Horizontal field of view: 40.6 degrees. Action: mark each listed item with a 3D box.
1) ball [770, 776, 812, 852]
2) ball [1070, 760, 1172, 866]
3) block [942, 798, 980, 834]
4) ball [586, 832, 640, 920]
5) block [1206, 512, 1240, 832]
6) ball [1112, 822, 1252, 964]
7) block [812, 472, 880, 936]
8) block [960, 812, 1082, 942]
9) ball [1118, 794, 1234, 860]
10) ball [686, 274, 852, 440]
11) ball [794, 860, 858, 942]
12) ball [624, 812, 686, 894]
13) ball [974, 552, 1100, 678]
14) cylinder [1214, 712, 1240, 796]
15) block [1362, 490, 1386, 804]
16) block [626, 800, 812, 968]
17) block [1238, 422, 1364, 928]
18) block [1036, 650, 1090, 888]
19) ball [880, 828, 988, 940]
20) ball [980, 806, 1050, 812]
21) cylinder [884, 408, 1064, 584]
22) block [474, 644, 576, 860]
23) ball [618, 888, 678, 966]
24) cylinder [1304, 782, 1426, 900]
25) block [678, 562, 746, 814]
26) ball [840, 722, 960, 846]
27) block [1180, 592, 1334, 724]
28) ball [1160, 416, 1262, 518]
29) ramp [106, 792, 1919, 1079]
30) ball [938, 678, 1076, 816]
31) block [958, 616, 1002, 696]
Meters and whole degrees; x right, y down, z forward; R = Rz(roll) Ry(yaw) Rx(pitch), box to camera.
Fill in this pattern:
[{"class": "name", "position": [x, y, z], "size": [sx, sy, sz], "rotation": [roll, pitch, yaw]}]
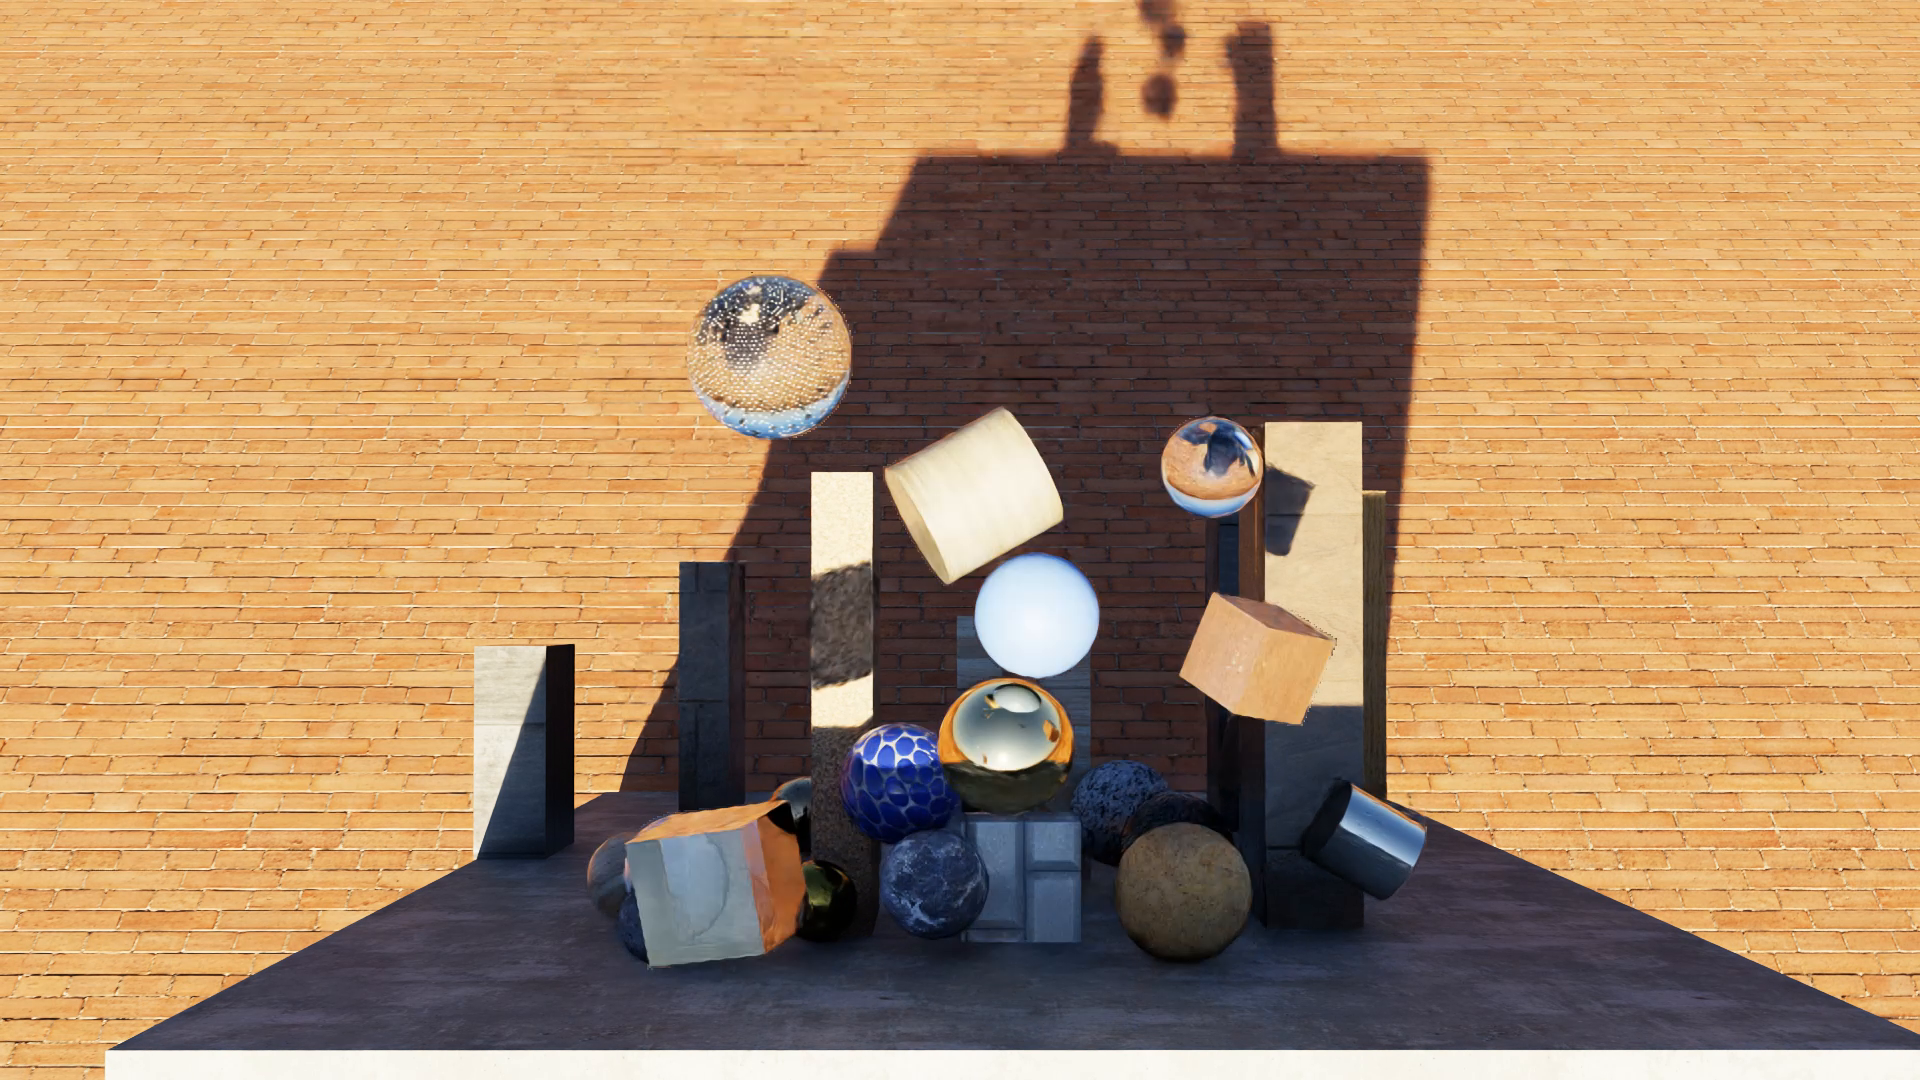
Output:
[{"class": "ball", "position": [-0.304, 0.539, 5.096], "size": [0.150, 0.150, 0.150], "rotation": [0, 34, 0]}, {"class": "ball", "position": [0.274, 0.460, 4.363], "size": [0.180, 0.180, 0.180], "rotation": [0, 34, 0]}, {"class": "block", "position": [-0.022, 0.530, 4.799], "size": [0.151, 0.151, 0.151], "rotation": [0, -2, -10]}, {"class": "ball", "position": [-0.500, 0.514, 3.961], "size": [0.138, 0.138, 0.138], "rotation": [0, 34, 0]}, {"class": "block", "position": [0.617, 0.242, 5.739], "size": [0.118, 0.778, 0.312], "rotation": [0, -2, 0]}, {"class": "ball", "position": [0.301, 0.476, 3.509], "size": [0.189, 0.189, 0.189], "rotation": [0, 34, 0]}, {"class": "block", "position": [-0.173, 0.245, 3.992], "size": [0.089, 0.678, 0.385], "rotation": [0, -2, 0]}, {"class": "block", "position": [0.088, 0.493, 3.806], "size": [0.172, 0.172, 0.172], "rotation": [0, -2, -1]}, {"class": "ball", "position": [0.344, 0.495, 4.126], "size": [0.185, 0.185, 0.185], "rotation": [0, 34, 0]}, {"class": "ball", "position": [-0.222, -0.214, 3.028], "size": [0.193, 0.193, 0.193], "rotation": [0, 34, 0]}, {"class": "ball", "position": [-0.206, 0.519, 3.734], "size": [0.116, 0.116, 0.116], "rotation": [0, 34, 0]}, {"class": "ball", "position": [-0.396, 0.480, 3.729], "size": [0.174, 0.174, 0.174], "rotation": [0, 34, 0]}, {"class": "ball", "position": [0.095, 0.093, 3.213], "size": [0.155, 0.155, 0.155], "rotation": [0, 34, 0]}, {"class": "cylinder", "position": [0.559, 0.347, 4.485], "size": [0.203, 0.203, 0.203], "rotation": [12, 3, -1]}, {"class": "block", "position": [0.789, 0.264, 5.291], "size": [0.092, 0.710, 0.408], "rotation": [0, -2, 0]}, {"class": "block", "position": [-0.267, 0.382, 2.895], "size": [0.140, 0.140, 0.140], "rotation": [-9, 4, 20]}, {"class": "block", "position": [0.531, 0.206, 4.073], "size": [0.146, 0.759, 0.364], "rotation": [0, -2, 0]}, {"class": "block", "position": [0.180, 0.379, 4.571], "size": [0.086, 0.441, 0.264], "rotation": [0, -2, 0]}, {"class": "ball", "position": [-0.036, 0.481, 3.632], "size": [0.154, 0.154, 0.154], "rotation": [0, 34, 0]}, {"class": "ball", "position": [0.091, 0.506, 4.252], "size": [0.169, 0.169, 0.169], "rotation": [0, 34, 0]}, {"class": "cylinder", "position": [0.017, -0.055, 3.208], "size": [0.162, 0.162, 0.162], "rotation": [-29, 40, -9]}, {"class": "block", "position": [-0.861, 0.412, 5.152], "size": [0.137, 0.407, 0.375], "rotation": [0, -2, 0]}, {"class": "ball", "position": [-0.395, 0.509, 3.470], "size": [0.122, 0.122, 0.122], "rotation": [0, 34, 0]}, {"class": "cylinder", "position": [0.595, 0.443, 3.819], "size": [0.127, 0.127, 0.127], "rotation": [31, 36, -6]}, {"class": "block", "position": [-0.589, 0.349, 6.193], "size": [0.117, 0.588, 0.443], "rotation": [0, -2, 0]}, {"class": "ball", "position": [-0.085, 0.349, 3.720], "size": [0.175, 0.175, 0.175], "rotation": [0, 34, 0]}, {"class": "block", "position": [0.364, 0.145, 3.187], "size": [0.113, 0.113, 0.113], "rotation": [12, 15, -37]}, {"class": "ball", "position": [0.279, -0.080, 2.875], "size": [0.113, 0.113, 0.113], "rotation": [0, 34, 0]}, {"class": "ramp", "position": [0.076, 0.656, 4.804], "size": [2.000, 0.100, 4.000], "rotation": [0, -2, 0]}, {"class": "ball", "position": [0.058, 0.259, 3.254], "size": [0.173, 0.173, 0.173], "rotation": [0, 34, 0]}, {"class": "block", "position": [0.037, 0.381, 5.092], "size": [0.085, 0.464, 0.403], "rotation": [0, -2, 0]}]
